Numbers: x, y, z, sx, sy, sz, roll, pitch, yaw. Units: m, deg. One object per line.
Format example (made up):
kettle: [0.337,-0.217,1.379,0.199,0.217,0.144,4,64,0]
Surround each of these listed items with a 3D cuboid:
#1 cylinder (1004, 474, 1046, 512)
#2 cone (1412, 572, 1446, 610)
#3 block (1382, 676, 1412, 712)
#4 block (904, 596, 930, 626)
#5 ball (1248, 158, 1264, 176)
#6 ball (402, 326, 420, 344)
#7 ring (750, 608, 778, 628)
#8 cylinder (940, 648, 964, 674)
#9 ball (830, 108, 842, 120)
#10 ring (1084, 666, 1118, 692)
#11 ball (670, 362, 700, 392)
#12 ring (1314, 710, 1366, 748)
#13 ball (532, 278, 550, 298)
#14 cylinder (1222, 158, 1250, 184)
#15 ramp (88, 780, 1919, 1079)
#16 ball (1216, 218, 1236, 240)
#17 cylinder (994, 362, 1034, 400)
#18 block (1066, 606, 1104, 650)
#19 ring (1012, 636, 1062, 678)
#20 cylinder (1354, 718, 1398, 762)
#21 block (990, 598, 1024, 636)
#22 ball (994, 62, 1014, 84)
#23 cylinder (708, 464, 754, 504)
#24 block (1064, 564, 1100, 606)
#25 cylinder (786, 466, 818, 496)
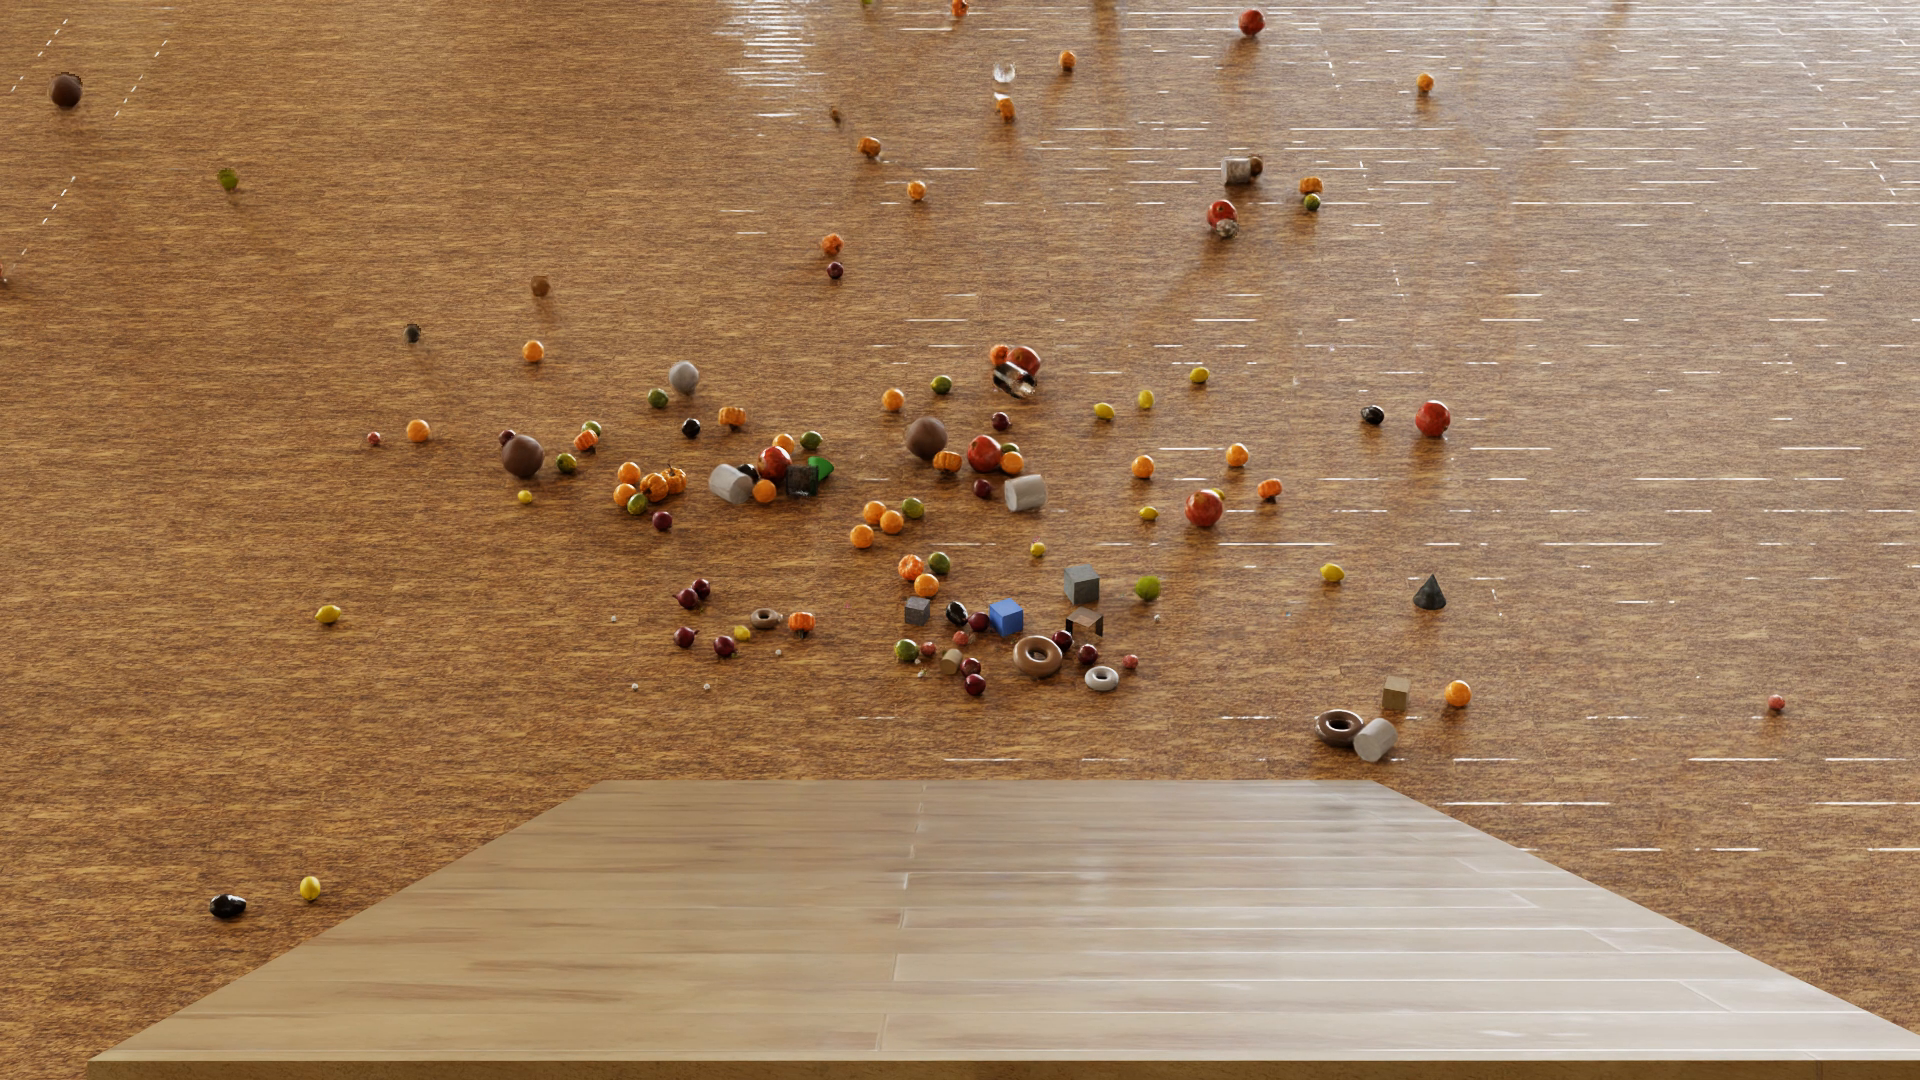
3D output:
cylinder: [0.200,-0.147,8.006,0.099,0.099,0.099,-13,35,-19]
cone: [1.375,0.137,7.568,0.098,0.098,0.098,0,33,0]
block: [1.205,0.423,7.157,0.064,0.064,0.064,11,34,16]
block: [-0.123,0.206,7.499,0.057,0.057,0.057,11,35,17]
ball: [1.138,-1.446,10.039,0.072,0.072,0.072,0,33,0]
ball: [-1.885,-0.705,8.907,0.056,0.056,0.056,0,33,0]
ring: [-0.565,0.227,7.494,0.084,0.028,0.084,-1,32,0]
cylinder: [-0.024,0.342,7.293,0.053,0.053,0.053,12,35,17]
ball: [-0.502,-1.721,10.484,0.050,0.050,0.050,0,33,0]
ring: [0.396,0.388,7.242,0.096,0.032,0.096,1,33,-1]
ball: [-0.916,-0.539,8.613,0.099,0.099,0.099,0,33,0]
ring: [1.031,0.511,7.037,0.141,0.047,0.141,-1,32,1]
ball: [-1.485,-0.894,9.187,0.069,0.069,0.069,0,33,0]
cylinder: [1.063,-1.418,9.974,0.094,0.094,0.094,-3,33,-4]
ramp: [0.073,0.639,4.751,2.000,0.100,4.000,0,-1,0]
ball: [0.981,-1.148,9.572,0.075,0.075,0.075,0,33,0]
cylinder: [0.179,-0.528,8.600,0.094,0.094,0.094,-23,39,-31]
block: [0.355,0.251,7.411,0.077,0.077,0.077,21,39,29]
ring: [0.219,0.328,7.306,0.144,0.048,0.144,6,44,-6]
cylinder: [1.116,0.537,6.962,0.086,0.086,0.086,23,39,31]
block: [0.133,0.223,7.460,0.071,0.071,0.071,-18,37,-26]
ball: [0.185,-1.945,10.796,0.087,0.087,0.087,0,33,0]
cylinder: [-0.710,-0.174,8.048,0.098,0.098,0.098,-28,42,-36]
block: [0.356,0.130,7.596,0.079,0.079,0.079,-11,35,-16]
cylinder: [-0.491,-0.184,8.069,0.092,0.092,0.092,3,33,2]
